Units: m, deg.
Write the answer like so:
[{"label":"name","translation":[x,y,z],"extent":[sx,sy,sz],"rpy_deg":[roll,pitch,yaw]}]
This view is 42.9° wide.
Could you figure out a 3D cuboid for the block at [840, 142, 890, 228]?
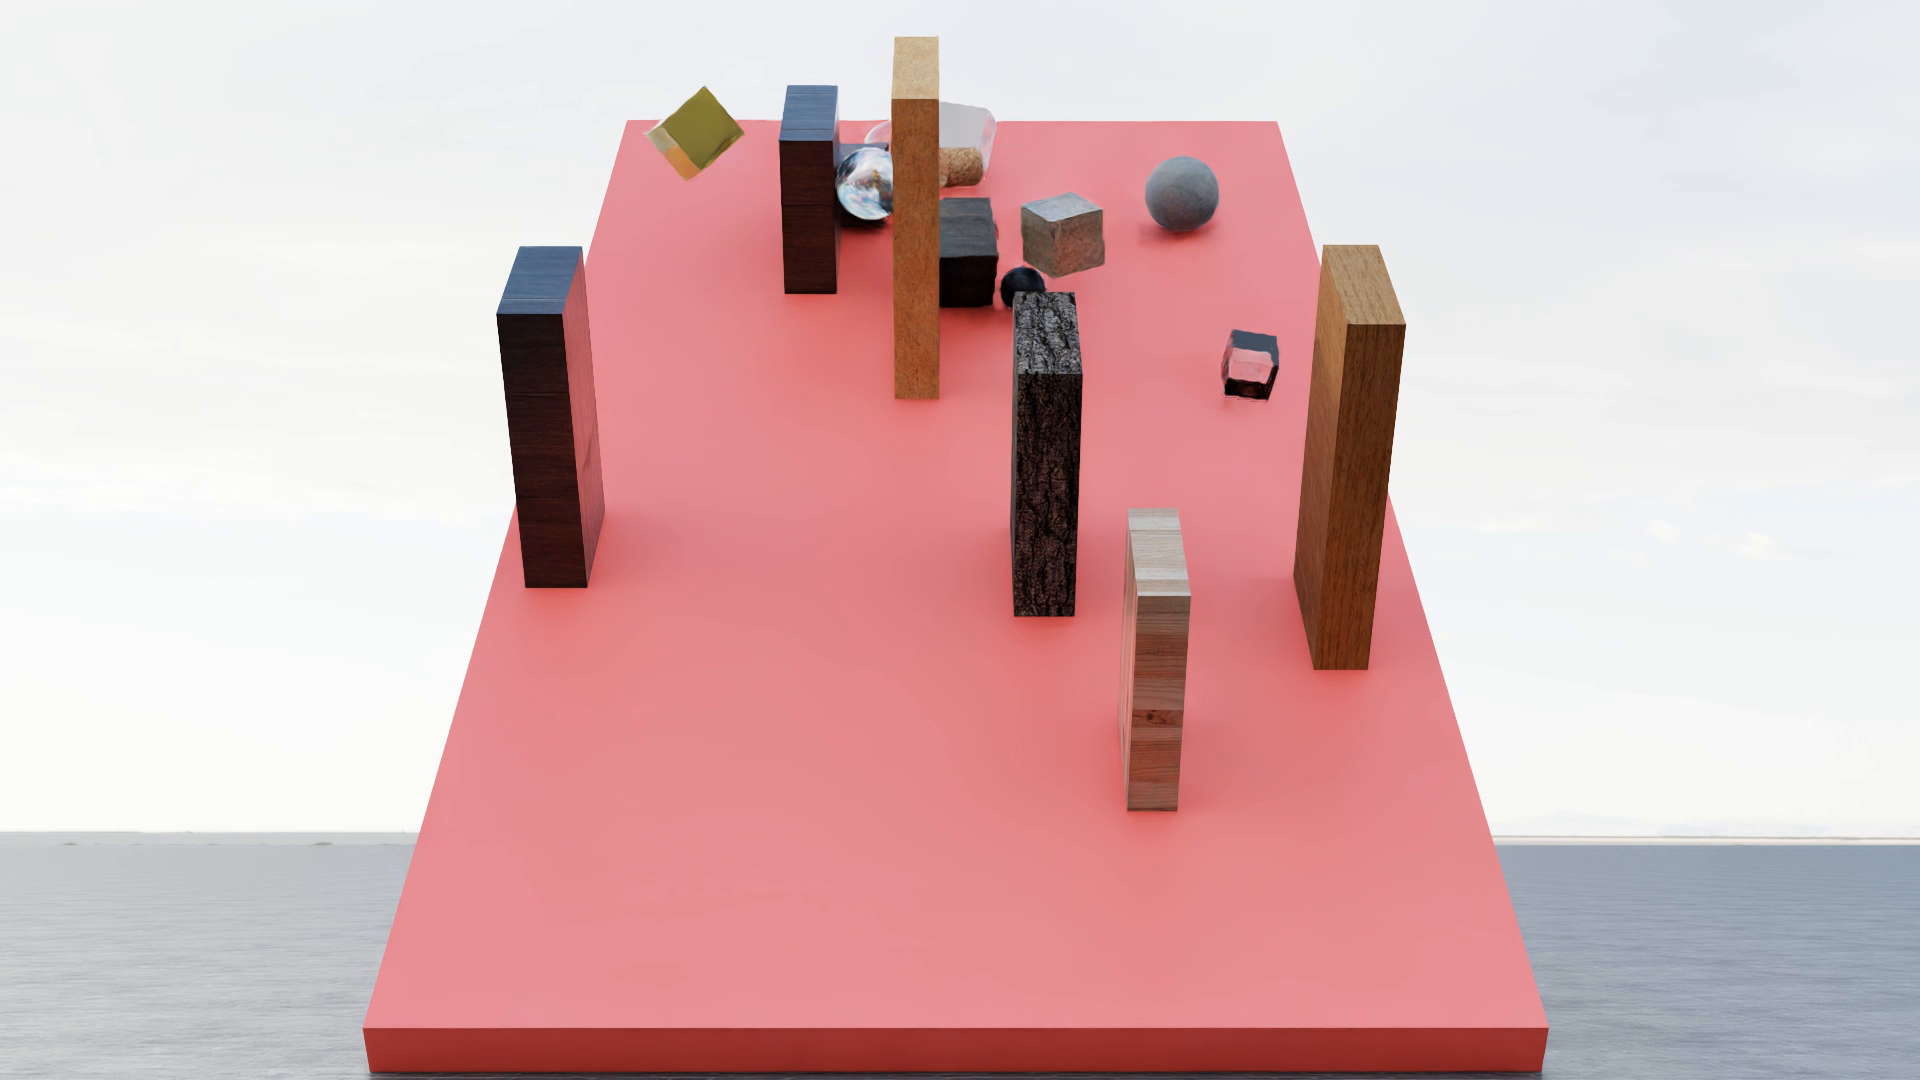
[{"label":"block","translation":[-0.295,-0.991,6.830],"extent":[0.180,0.180,0.180],"rpy_deg":[0,32,10]}]

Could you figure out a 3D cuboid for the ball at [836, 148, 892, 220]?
[{"label":"ball","translation":[-0.232,-0.931,6.387],"extent":[0.188,0.188,0.188],"rpy_deg":[0,-7,0]}]

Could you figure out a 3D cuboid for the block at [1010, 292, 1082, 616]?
[{"label":"block","translation":[0.179,-0.182,5.184],"extent":[0.129,0.581,0.370],"rpy_deg":[0,32,0]}]

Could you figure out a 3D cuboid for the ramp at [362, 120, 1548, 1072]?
[{"label":"ramp","translation":[-0.015,-0.192,5.843],"extent":[2.000,0.100,4.000],"rpy_deg":[0,32,0]}]

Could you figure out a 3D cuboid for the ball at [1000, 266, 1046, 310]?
[{"label":"ball","translation":[0.164,-0.652,6.369],"extent":[0.121,0.121,0.121],"rpy_deg":[0,-7,0]}]

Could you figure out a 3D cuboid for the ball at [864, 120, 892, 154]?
[{"label":"ball","translation":[-0.188,-1.105,6.953],"extent":[0.178,0.178,0.178],"rpy_deg":[0,-7,0]}]

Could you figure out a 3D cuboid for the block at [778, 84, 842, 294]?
[{"label":"block","translation":[-0.396,-0.939,6.534],"extent":[0.138,0.437,0.384],"rpy_deg":[0,32,0]}]

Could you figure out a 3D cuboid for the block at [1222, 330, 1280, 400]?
[{"label":"block","translation":[0.700,-0.422,5.900],"extent":[0.112,0.112,0.112],"rpy_deg":[8,-45,-5]}]

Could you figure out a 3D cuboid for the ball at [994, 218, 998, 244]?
[{"label":"ball","translation":[0.018,-0.829,6.607],"extent":[0.172,0.172,0.172],"rpy_deg":[0,-7,0]}]

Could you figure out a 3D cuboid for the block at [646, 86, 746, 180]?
[{"label":"block","translation":[-0.714,-1.095,6.588],"extent":[0.165,0.165,0.165],"rpy_deg":[49,-17,-14]}]

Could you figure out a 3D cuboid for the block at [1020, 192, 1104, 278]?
[{"label":"block","translation":[0.264,-0.786,6.292],"extent":[0.154,0.154,0.154],"rpy_deg":[-18,31,-23]}]

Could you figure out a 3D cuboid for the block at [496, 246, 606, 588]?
[{"label":"block","translation":[-0.870,-0.261,5.231],"extent":[0.134,0.659,0.321],"rpy_deg":[0,32,0]}]

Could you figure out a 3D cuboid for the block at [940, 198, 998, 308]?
[{"label":"block","translation":[-0.018,-0.751,6.392],"extent":[0.201,0.201,0.201],"rpy_deg":[-2,-34,-6]}]

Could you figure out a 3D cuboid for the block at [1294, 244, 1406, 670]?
[{"label":"block","translation":[0.782,-0.163,4.958],"extent":[0.111,0.792,0.353],"rpy_deg":[0,32,0]}]

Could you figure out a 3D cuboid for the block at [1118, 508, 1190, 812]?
[{"label":"block","translation":[0.363,0.226,4.618],"extent":[0.095,0.487,0.303],"rpy_deg":[0,32,0]}]

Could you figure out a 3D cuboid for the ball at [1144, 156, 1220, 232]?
[{"label":"ball","translation":[0.617,-0.962,6.794],"extent":[0.209,0.209,0.209],"rpy_deg":[0,-7,0]}]

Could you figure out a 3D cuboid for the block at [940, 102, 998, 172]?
[{"label":"block","translation":[0.008,-1.171,7.103],"extent":[0.151,0.151,0.151],"rpy_deg":[11,-4,12]}]

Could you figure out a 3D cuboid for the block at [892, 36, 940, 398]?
[{"label":"block","translation":[-0.105,-0.784,5.963],"extent":[0.109,0.780,0.403],"rpy_deg":[0,32,0]}]
